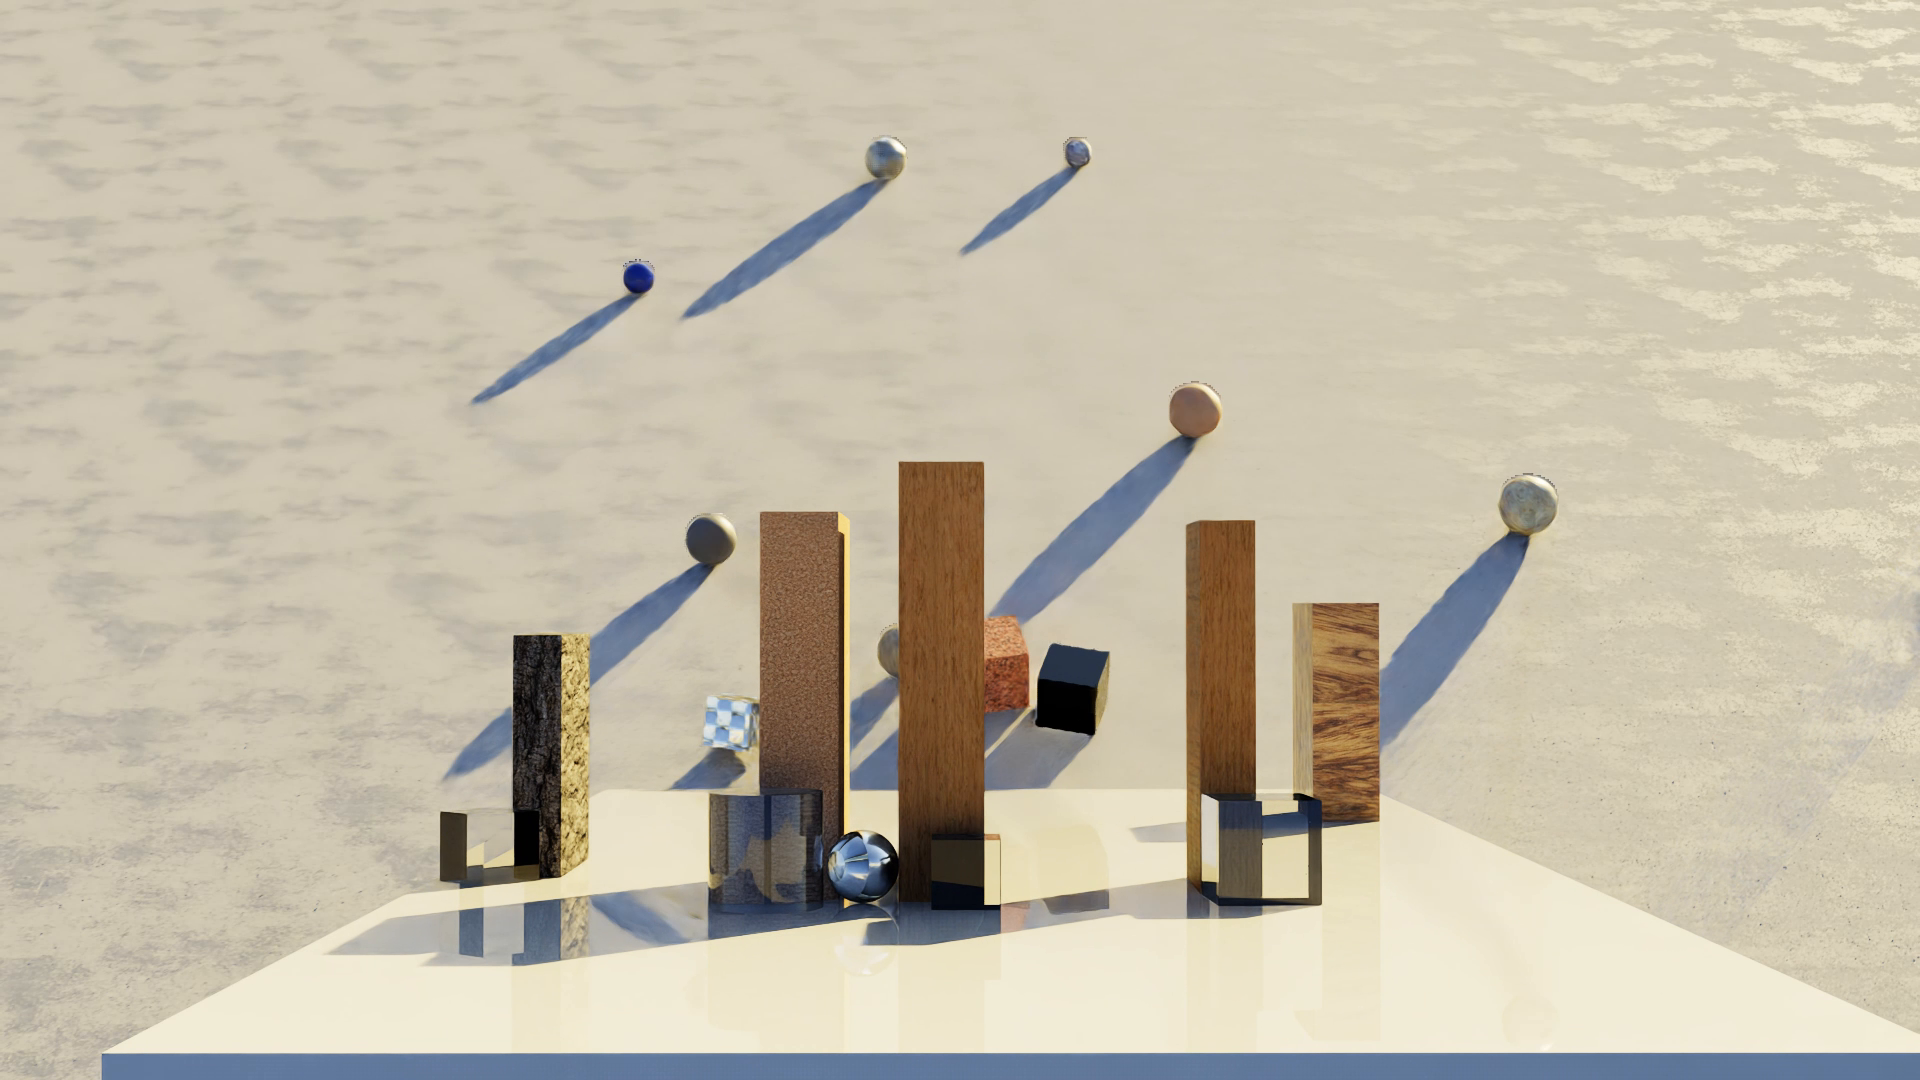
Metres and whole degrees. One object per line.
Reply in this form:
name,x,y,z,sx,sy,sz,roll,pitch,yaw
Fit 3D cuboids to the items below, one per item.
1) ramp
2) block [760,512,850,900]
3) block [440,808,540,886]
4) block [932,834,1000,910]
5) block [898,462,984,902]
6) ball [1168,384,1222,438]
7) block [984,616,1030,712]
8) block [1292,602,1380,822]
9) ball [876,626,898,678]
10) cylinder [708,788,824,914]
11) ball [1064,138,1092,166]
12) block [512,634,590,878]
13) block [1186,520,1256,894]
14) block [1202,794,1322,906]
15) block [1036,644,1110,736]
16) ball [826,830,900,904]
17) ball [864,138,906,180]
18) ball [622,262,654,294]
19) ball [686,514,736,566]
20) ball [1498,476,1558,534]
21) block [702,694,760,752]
ramp,0.075,0.652,4.793,2.000,0.100,4.000,0,-1,0
block,-0.264,0.276,4.462,0.129,0.635,0.426,0,-1,0
block,-0.822,0.535,4.538,0.122,0.122,0.122,-1,-2,41
block,0.010,0.531,4.161,0.110,0.110,0.110,0,-1,0
block,-0.030,0.235,4.409,0.140,0.716,0.372,0,-1,0
ball,0.758,-0.416,8.370,0.172,0.172,0.172,0,34,0
block,0.081,0.348,7.224,0.186,0.186,0.186,-6,35,-9
block,0.860,0.388,5.958,0.149,0.487,0.346,0,-1,0
ball,-0.159,0.314,7.306,0.150,0.150,0.150,0,34,0
cylinder,-0.310,0.494,4.152,0.184,0.184,0.184,0,-1,0
ball,0.457,-1.496,10.027,0.108,0.108,0.108,0,34,0
block,-0.750,0.387,4.773,0.086,0.429,0.348,0,-1,0
block,0.448,0.282,4.468,0.093,0.624,0.266,0,-1,0
block,0.492,0.504,4.245,0.168,0.168,0.168,0,-1,-4
block,0.311,0.411,7.150,0.166,0.166,0.166,8,35,12
ball,-0.157,0.528,4.200,0.119,0.119,0.119,0,34,0
ball,-0.285,-1.456,9.921,0.161,0.161,0.161,0,34,0
ball,-1.136,-0.926,9.178,0.113,0.113,0.113,0,34,0
ball,-0.745,-0.001,7.771,0.152,0.152,0.152,0,34,0
ball,1.730,-0.106,7.904,0.179,0.179,0.179,0,34,0
block,-0.602,0.493,7.005,0.130,0.130,0.130,7,2,20
